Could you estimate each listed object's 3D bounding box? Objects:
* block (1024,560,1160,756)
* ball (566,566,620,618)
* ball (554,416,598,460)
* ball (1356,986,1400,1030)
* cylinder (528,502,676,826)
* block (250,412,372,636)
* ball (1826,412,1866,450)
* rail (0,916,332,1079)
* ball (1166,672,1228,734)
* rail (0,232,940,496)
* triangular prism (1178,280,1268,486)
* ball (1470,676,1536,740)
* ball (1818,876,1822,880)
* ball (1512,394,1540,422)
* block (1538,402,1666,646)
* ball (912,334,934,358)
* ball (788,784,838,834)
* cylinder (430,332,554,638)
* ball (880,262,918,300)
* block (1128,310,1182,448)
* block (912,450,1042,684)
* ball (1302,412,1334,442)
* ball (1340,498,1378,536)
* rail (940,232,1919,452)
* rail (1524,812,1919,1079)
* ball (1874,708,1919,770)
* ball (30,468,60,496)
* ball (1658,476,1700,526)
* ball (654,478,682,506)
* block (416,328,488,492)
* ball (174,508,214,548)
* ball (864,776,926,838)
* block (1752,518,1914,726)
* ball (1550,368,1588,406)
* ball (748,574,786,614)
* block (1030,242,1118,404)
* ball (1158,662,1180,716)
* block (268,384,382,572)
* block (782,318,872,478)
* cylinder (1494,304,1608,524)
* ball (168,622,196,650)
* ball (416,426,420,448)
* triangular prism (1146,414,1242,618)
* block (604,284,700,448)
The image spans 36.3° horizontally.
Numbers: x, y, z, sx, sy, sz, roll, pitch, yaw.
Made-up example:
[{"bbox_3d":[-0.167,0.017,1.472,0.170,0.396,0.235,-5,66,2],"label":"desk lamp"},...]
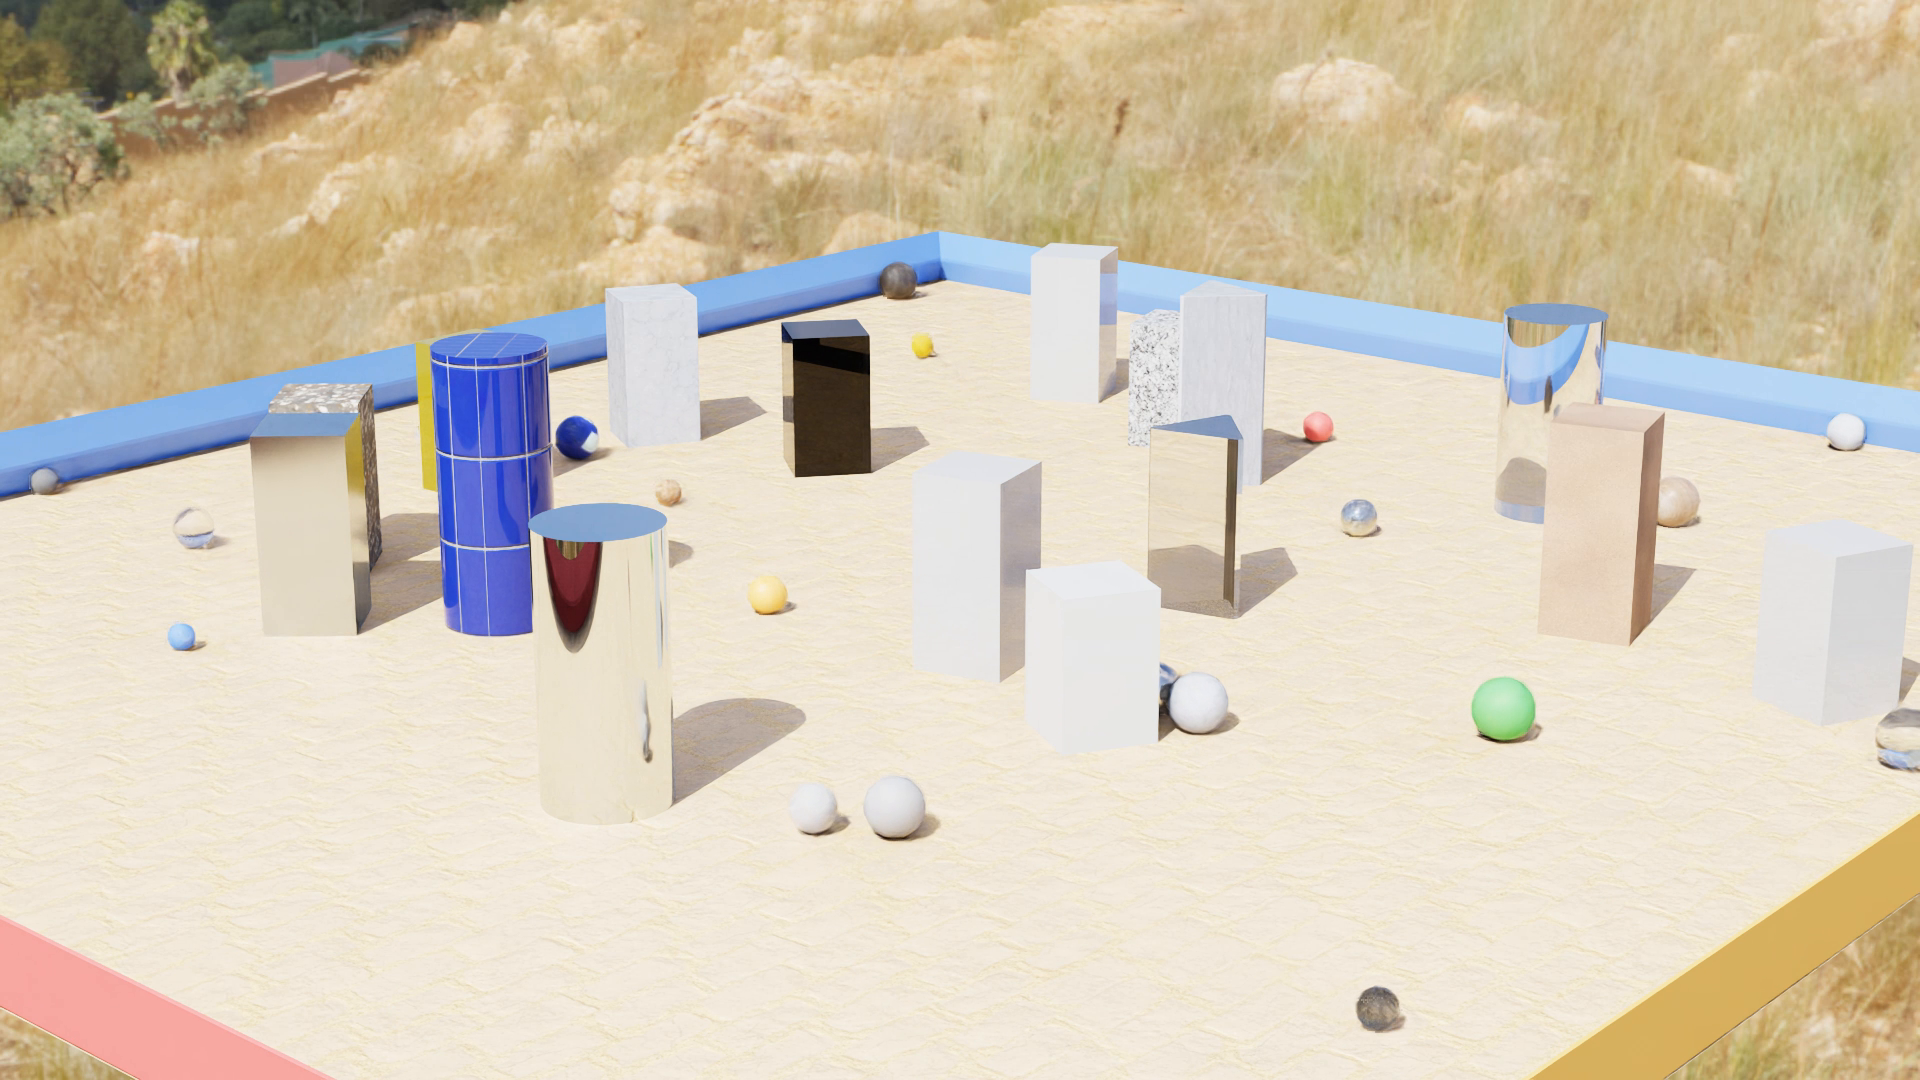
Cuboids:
[{"bbox_3d":[0.199,0.176,4.438,0.155,0.245,0.155,-6,18,-19],"label":"block"},{"bbox_3d":[-0.624,0.089,4.993,0.092,0.092,0.092,0,17,0],"label":"ball"},{"bbox_3d":[-0.782,-0.209,5.982,0.090,0.090,0.090,0,17,0],"label":"ball"},{"bbox_3d":[0.499,0.559,3.501,0.053,0.053,0.053,0,17,0],"label":"ball"},{"bbox_3d":[-0.505,0.174,4.151,0.194,0.416,0.194,0,17,0],"label":"cylinder"},{"bbox_3d":[-1.090,-0.027,4.934,0.155,0.347,0.155,0,17,-2],"label":"block"},{"bbox_3d":[1.829,-0.224,6.054,0.077,0.077,0.077,0,17,0],"label":"ball"},{"bbox_3d":[-1.301,0.464,3.686,3.634,0.126,0.045,14,22,39],"label":"rail"},{"bbox_3d":[0.362,0.247,4.465,0.093,0.093,0.093,0,17,0],"label":"ball"},{"bbox_3d":[-1.354,-0.308,6.246,0.045,0.126,4.016,14,22,39],"label":"rail"},{"bbox_3d":[0.506,-0.312,5.815,0.168,0.384,0.145,-2,17,-5],"label":"triangular prism"},{"bbox_3d":[0.822,0.255,4.433,0.097,0.097,0.097,0,17,0],"label":"ball"},{"bbox_3d":[1.137,0.462,3.816,0.057,0.057,0.057,0,17,0],"label":"ball"},{"bbox_3d":[1.212,-0.283,6.284,0.058,0.058,0.058,0,17,0],"label":"ball"},{"bbox_3d":[1.072,-0.028,4.906,0.155,0.366,0.155,8,18,24],"label":"block"},{"bbox_3d":[-0.088,-0.453,6.857,0.053,0.053,0.053,0,17,0],"label":"ball"},{"bbox_3d":[-0.204,0.374,4.086,0.069,0.069,0.069,0,17,0],"label":"ball"},{"bbox_3d":[-0.781,-0.094,4.928,0.194,0.479,0.194,0,17,0],"label":"cylinder"},{"bbox_3d":[-0.156,-0.661,7.471,0.096,0.096,0.096,0,17,0],"label":"ball"},{"bbox_3d":[0.451,-0.332,6.101,0.155,0.258,0.155,7,18,22],"label":"block"},{"bbox_3d":[0.028,0.041,4.738,0.155,0.330,0.155,8,19,25],"label":"block"},{"bbox_3d":[0.747,-0.237,6.120,0.064,0.064,0.064,0,17,0],"label":"ball"},{"bbox_3d":[0.744,-0.042,5.463,0.071,0.071,0.071,0,17,0],"label":"ball"},{"bbox_3d":[1.301,-0.401,6.555,3.634,0.126,0.045,14,22,39],"label":"rail"},{"bbox_3d":[1.354,0.371,3.995,0.045,0.126,4.016,14,22,39],"label":"rail"},{"bbox_3d":[1.395,0.293,4.319,0.091,0.091,0.091,0,17,0],"label":"ball"},{"bbox_3d":[-1.789,-0.114,5.732,0.053,0.053,0.053,0,17,0],"label":"ball"},{"bbox_3d":[1.345,-0.073,5.523,0.096,0.096,0.096,0,17,0],"label":"ball"},{"bbox_3d":[-0.564,-0.093,5.665,0.051,0.051,0.051,0,17,0],"label":"ball"},{"bbox_3d":[-0.950,-0.246,5.750,0.155,0.296,0.155,14,21,38],"label":"block"},{"bbox_3d":[-1.408,-0.021,5.390,0.073,0.073,0.073,0,17,0],"label":"ball"},{"bbox_3d":[-0.091,0.370,4.069,0.087,0.087,0.087,0,17,0],"label":"ball"},{"bbox_3d":[1.355,0.126,4.556,0.155,0.272,0.155,-8,19,-25],"label":"block"},{"bbox_3d":[1.332,-0.336,6.419,0.080,0.080,0.080,0,17,0],"label":"ball"},{"bbox_3d":[-0.330,0.093,5.023,0.067,0.067,0.067,0,17,0],"label":"ball"},{"bbox_3d":[0.253,-0.480,6.482,0.155,0.321,0.155,5,18,17],"label":"block"},{"bbox_3d":[0.301,0.231,4.532,0.086,0.086,0.086,0,17,0],"label":"ball"},{"bbox_3d":[-1.135,-0.108,5.255,0.155,0.317,0.155,0,17,-1],"label":"block"},{"bbox_3d":[-0.270,-0.287,5.905,0.155,0.284,0.155,-3,17,-11],"label":"block"},{"bbox_3d":[1.124,-0.242,5.580,0.194,0.385,0.194,0,17,0],"label":"cylinder"},{"bbox_3d":[-1.285,0.159,4.839,0.046,0.046,0.046,0,17,0],"label":"ball"},{"bbox_3d":[-1.086,-0.212,6.030,0.068,0.068,0.068,0,17,0],"label":"ball"},{"bbox_3d":[0.431,-0.046,5.052,0.168,0.316,0.145,9,19,26],"label":"triangular prism"},{"bbox_3d":[-0.642,-0.366,6.128,0.155,0.307,0.155,-6,18,-20],"label":"block"}]
